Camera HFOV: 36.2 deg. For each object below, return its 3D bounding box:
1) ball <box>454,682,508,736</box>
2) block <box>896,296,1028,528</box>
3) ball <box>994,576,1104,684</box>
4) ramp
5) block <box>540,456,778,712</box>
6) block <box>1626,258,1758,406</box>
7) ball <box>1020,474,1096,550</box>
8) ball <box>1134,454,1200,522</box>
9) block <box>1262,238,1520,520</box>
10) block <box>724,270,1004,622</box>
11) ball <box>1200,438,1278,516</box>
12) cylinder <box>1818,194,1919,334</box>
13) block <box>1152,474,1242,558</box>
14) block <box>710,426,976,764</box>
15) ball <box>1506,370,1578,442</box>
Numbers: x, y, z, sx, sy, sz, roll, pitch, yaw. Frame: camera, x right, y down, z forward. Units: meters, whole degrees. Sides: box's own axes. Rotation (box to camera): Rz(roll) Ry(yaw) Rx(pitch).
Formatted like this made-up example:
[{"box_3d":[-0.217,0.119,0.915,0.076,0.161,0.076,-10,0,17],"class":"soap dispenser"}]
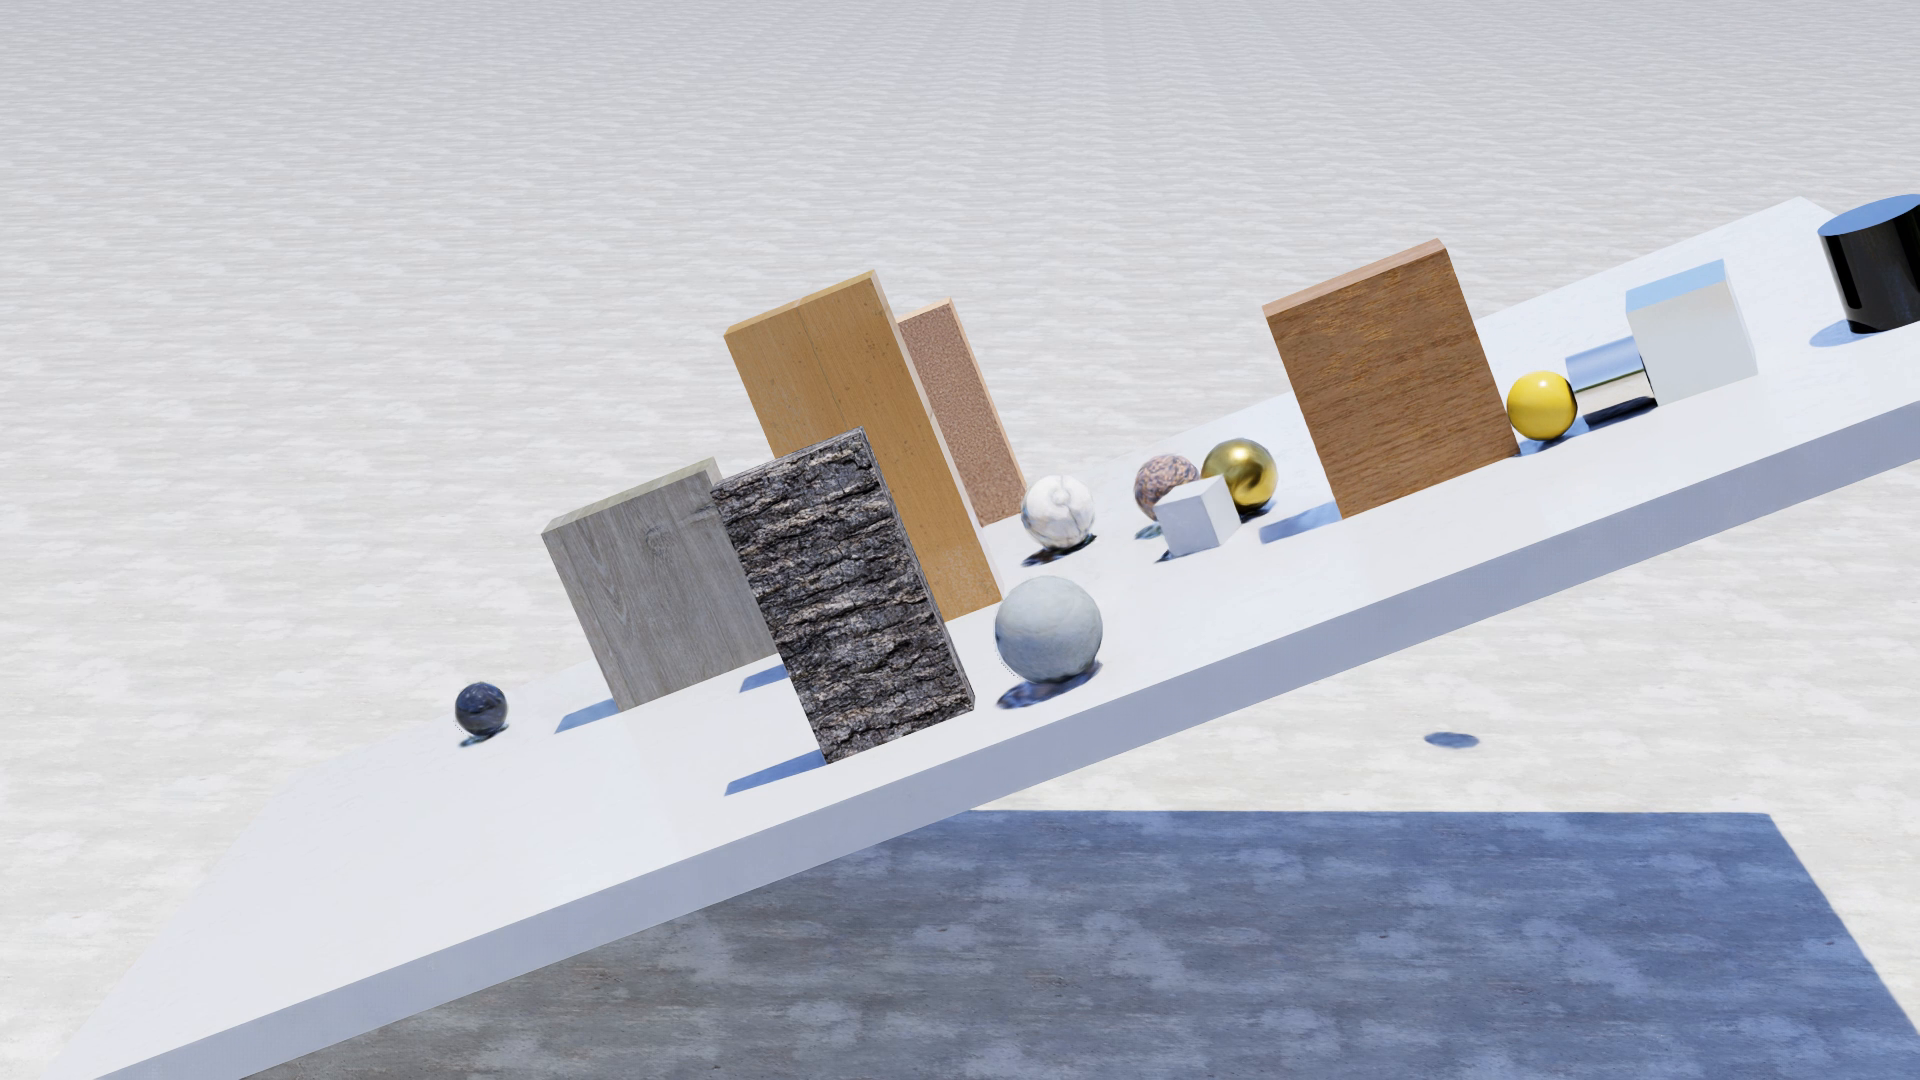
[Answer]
[{"box_3d":[-1.142,0.403,7.018,0.129,0.129,0.129,0,14,0],"class":"ball"},{"box_3d":[-0.101,-0.262,7.066,0.379,0.535,0.099,-21,12,7],"class":"block"},{"box_3d":[0.166,0.168,5.503,0.203,0.203,0.203,0,14,0],"class":"ball"},{"box_3d":[0.124,0.173,6.290,4.000,0.100,2.000,-21,12,7],"class":"ramp"},{"box_3d":[-0.668,0.102,6.702,0.406,0.451,0.145,-21,12,7],"class":"block"},{"box_3d":[1.429,-0.407,5.751,0.197,0.197,0.197,-19,13,18],"class":"block"},{"box_3d":[0.217,-0.061,6.502,0.167,0.167,0.167,0,14,0],"class":"ball"},{"box_3d":[0.449,-0.110,6.333,0.152,0.152,0.152,0,14,0],"class":"ball"},{"box_3d":[0.853,-0.320,5.834,0.372,0.436,0.142,-21,12,7],"class":"block"},{"box_3d":[-0.200,-0.164,6.298,0.336,0.749,0.121,-21,12,7],"class":"block"},{"box_3d":[0.585,-0.132,6.160,0.163,0.163,0.163,0,14,0],"class":"ball"},{"box_3d":[1.777,-0.530,5.644,0.204,0.204,0.204,-21,12,5],"class":"cylinder"},{"box_3d":[0.491,-0.049,6.079,0.116,0.116,0.116,-14,14,34],"class":"block"},{"box_3d":[-0.218,0.107,5.574,0.302,0.573,0.087,-21,12,7],"class":"block"},{"box_3d":[1.144,-0.264,5.780,0.140,0.140,0.140,0,14,0],"class":"ball"}]
